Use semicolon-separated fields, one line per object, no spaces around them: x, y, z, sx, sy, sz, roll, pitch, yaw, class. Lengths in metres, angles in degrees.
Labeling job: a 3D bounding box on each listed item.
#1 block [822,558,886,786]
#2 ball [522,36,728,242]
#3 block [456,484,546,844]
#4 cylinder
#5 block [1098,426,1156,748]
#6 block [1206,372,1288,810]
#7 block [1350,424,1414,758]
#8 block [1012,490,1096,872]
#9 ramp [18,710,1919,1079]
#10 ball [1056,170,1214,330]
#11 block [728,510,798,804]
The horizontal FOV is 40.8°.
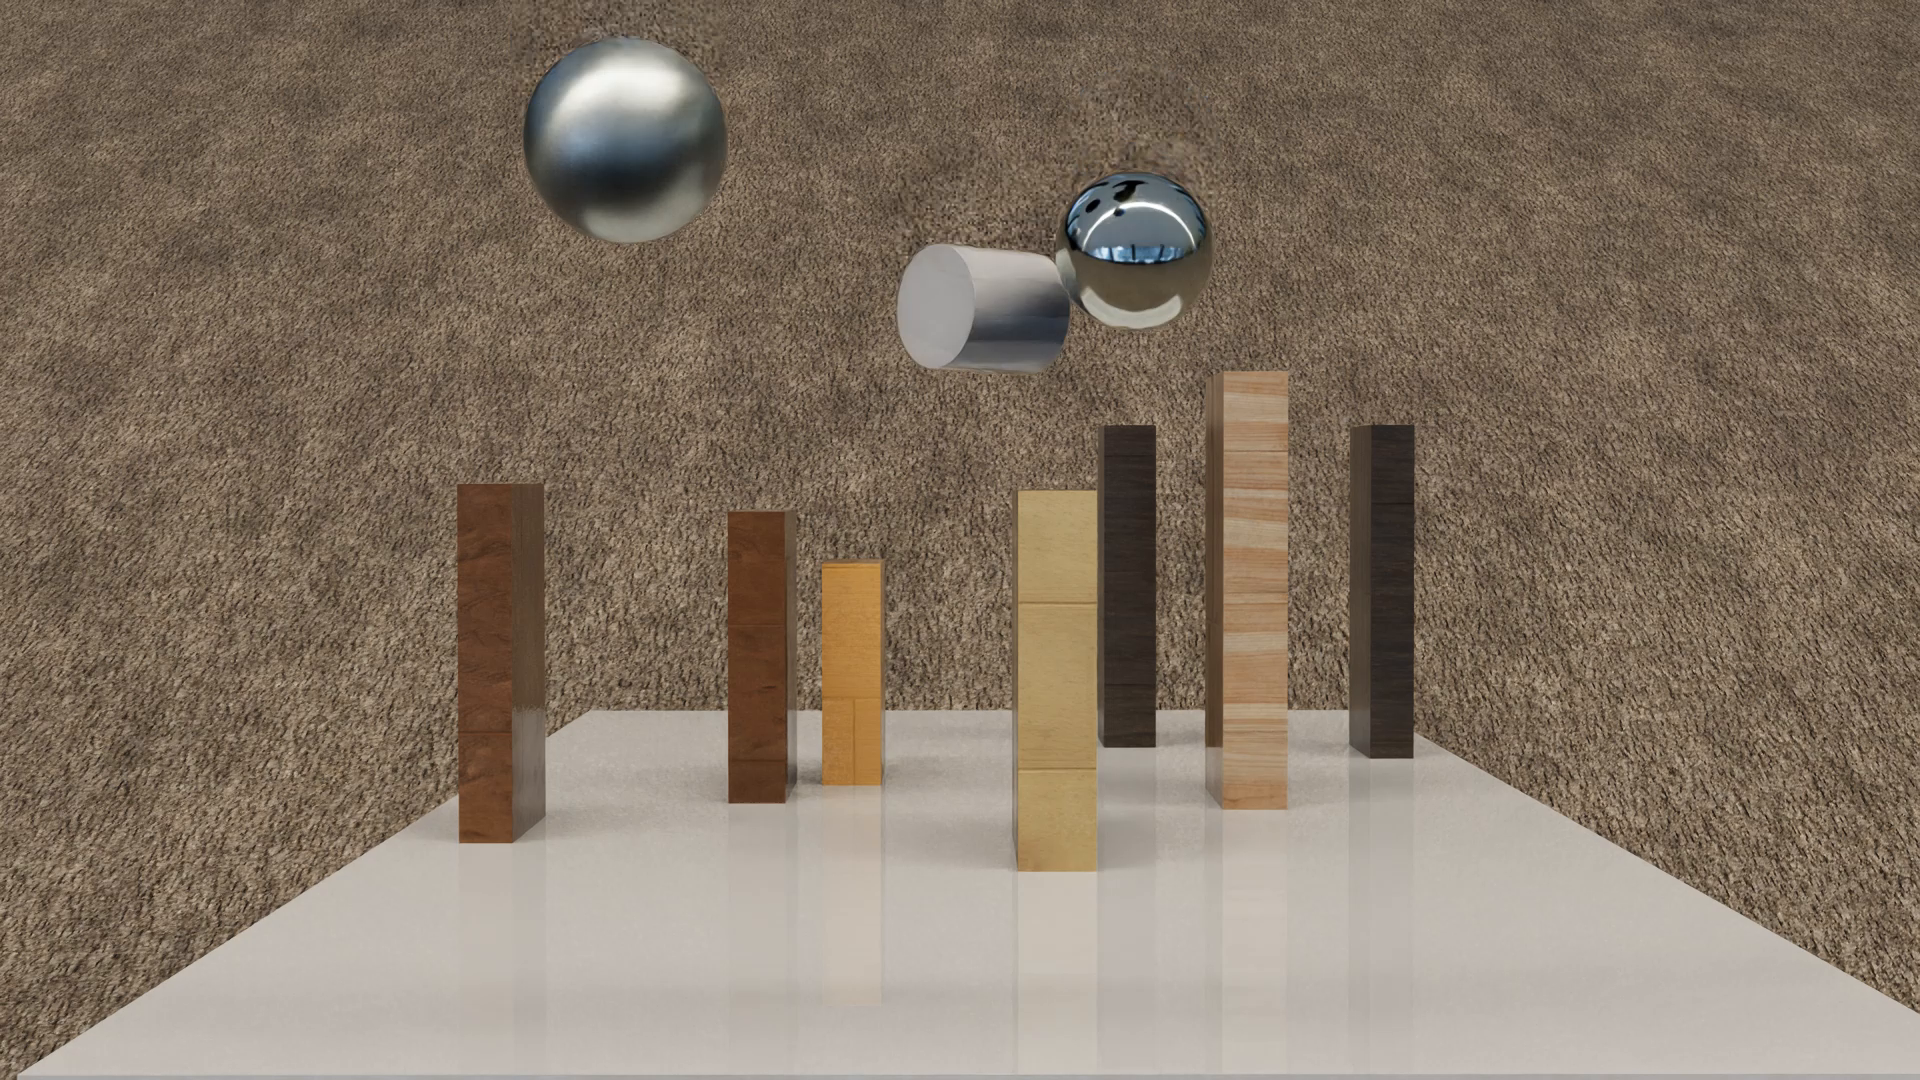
-0.209;0.256;5.123;0.113;0.428;0.312;0;1;0;block
-0.320;-0.383;2.471;0.195;0.195;0.195;0;26;0;ball
-0.770;0.197;4.350;0.087;0.584;0.338;0;1;0;block
0.022;-0.221;2.484;0.118;0.118;0.118;3;19;-38;cylinder
0.373;0.099;5.782;0.114;0.707;0.258;0;1;0;block
0.526;0.087;4.757;0.115;0.781;0.330;0;1;0;block
0.910;0.106;5.572;0.091;0.703;0.292;0;1;0;block
0.146;0.207;4.089;0.118;0.574;0.424;0;1;0;block
0.059;0.533;4.569;2.000;0.100;4.000;0;1;0;ramp
0.163;-0.271;2.412;0.148;0.148;0.148;0;26;0;ball
-0.370;0.210;4.864;0.104;0.531;0.347;0;1;0;block
